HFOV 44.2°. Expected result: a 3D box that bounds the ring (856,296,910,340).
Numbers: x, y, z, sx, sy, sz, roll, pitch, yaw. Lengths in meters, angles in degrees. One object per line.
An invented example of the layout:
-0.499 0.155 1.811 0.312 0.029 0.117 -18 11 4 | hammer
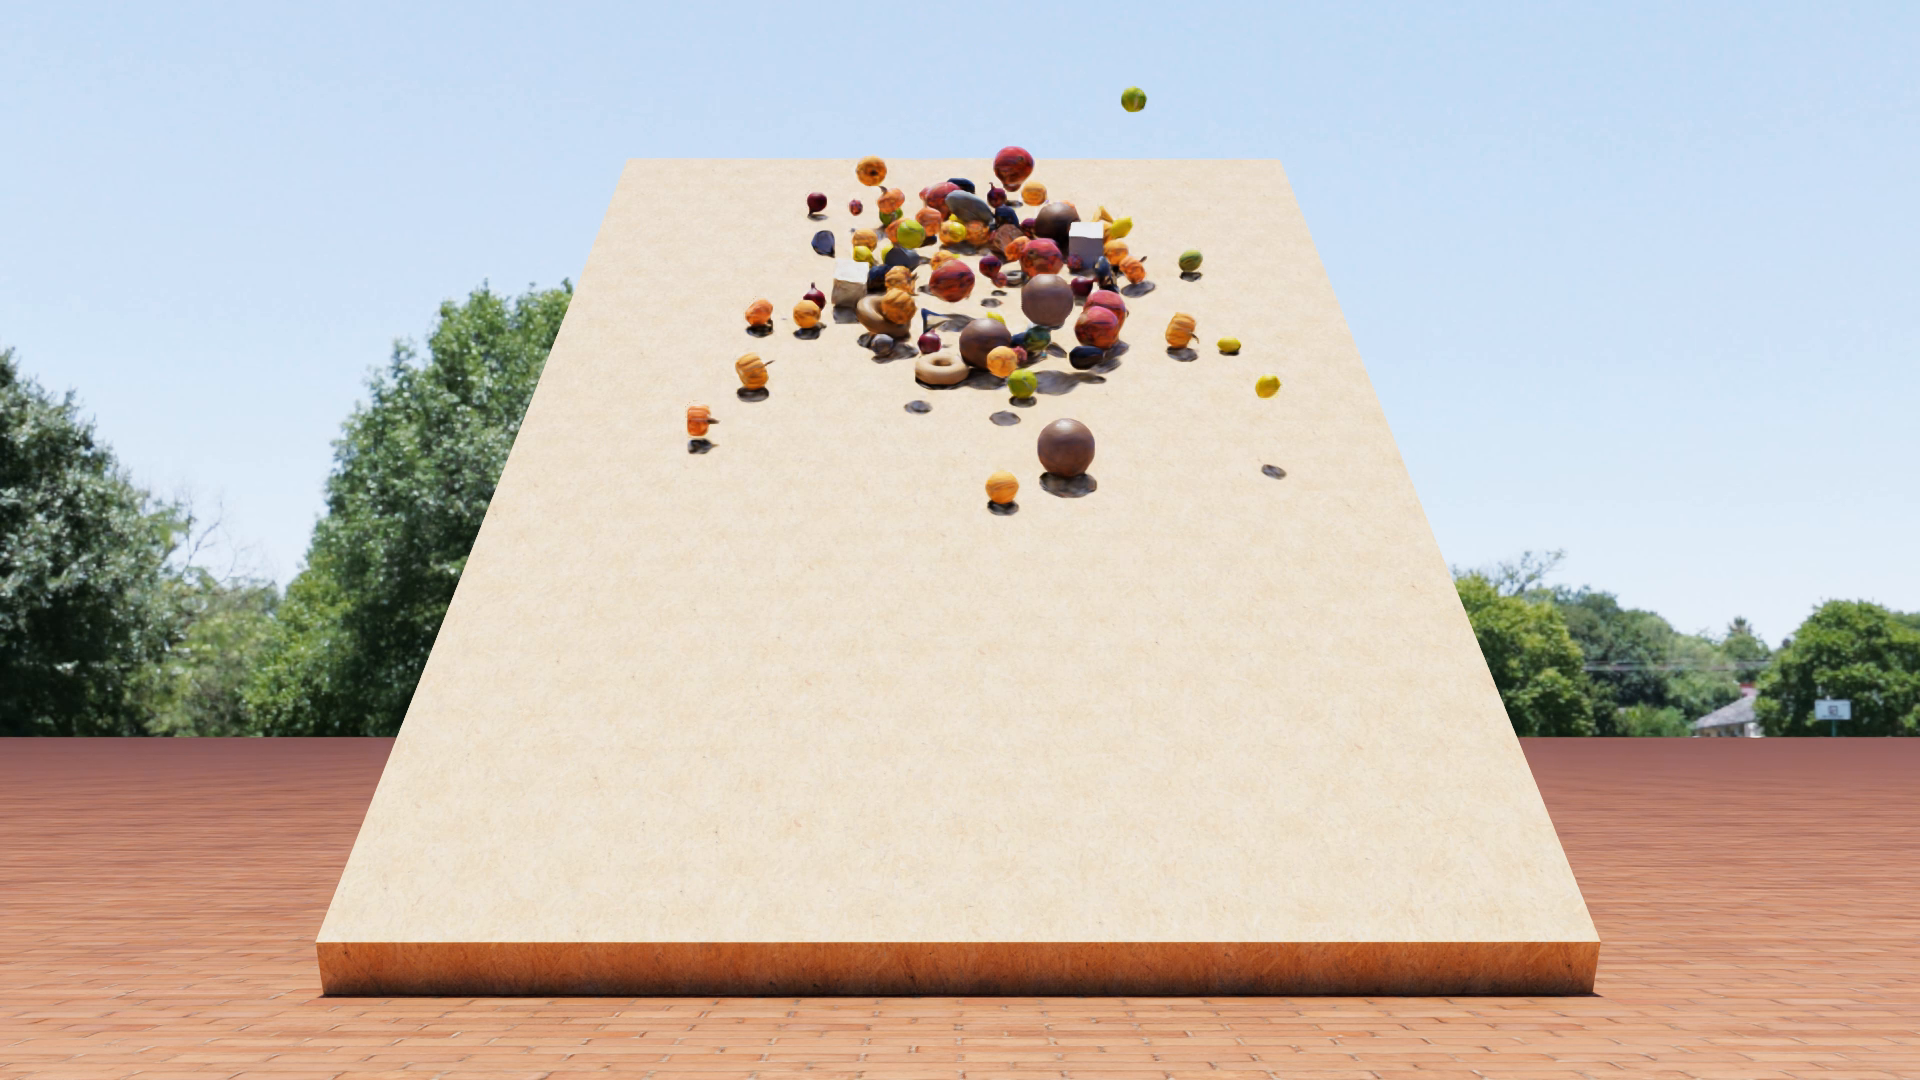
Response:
-0.193 -0.559 5.939 0.146 0.146 0.049 3 -49 -35 | ring

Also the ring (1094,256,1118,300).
0.380 -0.681 6.153 0.040 0.119 0.119 -16 -9 13 | ring

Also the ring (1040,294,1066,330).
0.231 -0.567 5.882 0.031 0.094 0.094 -15 2 -23 | ring

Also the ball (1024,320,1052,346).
0.195 -0.514 5.878 0.067 0.067 0.067 0 -5 0 | ball

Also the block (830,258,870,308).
-0.283 -0.661 6.099 0.084 0.084 0.084 9 -45 -1 | block

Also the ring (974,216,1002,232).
0.078 -0.894 6.679 0.077 0.026 0.077 -2 30 1 | ring

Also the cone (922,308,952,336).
-0.058 -0.548 5.896 0.072 0.072 0.072 -6 -5 0 | cone

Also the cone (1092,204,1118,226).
0.418 -0.902 6.693 0.070 0.070 0.070 23 -11 -15 | cone

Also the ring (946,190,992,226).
0.025 -0.921 6.562 0.139 0.046 0.139 25 -13 6 | ring

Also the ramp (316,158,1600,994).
-0.010 -0.227 5.492 2.000 0.100 4.000 0 27 0 | ramp

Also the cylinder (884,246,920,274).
-0.155 -0.747 6.320 0.069 0.069 0.069 -2 7 27 | cylinder

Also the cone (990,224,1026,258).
0.111 -0.806 6.480 0.097 0.097 0.097 4 -12 -38 | cone

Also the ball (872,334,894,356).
-0.191 -0.479 5.820 0.056 0.056 0.056 0 -5 0 | ball

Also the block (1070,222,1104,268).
0.343 -0.799 6.407 0.090 0.090 0.090 1 33 3 | block

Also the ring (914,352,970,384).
-0.044 -0.413 5.702 0.134 0.045 0.134 1 27 0 | ring

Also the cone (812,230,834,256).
-0.360 -0.814 6.511 0.071 0.071 0.071 -2 -3 23 | cone

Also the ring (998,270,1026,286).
0.139 -0.698 6.292 0.075 0.025 0.075 -1 27 1 | ring
